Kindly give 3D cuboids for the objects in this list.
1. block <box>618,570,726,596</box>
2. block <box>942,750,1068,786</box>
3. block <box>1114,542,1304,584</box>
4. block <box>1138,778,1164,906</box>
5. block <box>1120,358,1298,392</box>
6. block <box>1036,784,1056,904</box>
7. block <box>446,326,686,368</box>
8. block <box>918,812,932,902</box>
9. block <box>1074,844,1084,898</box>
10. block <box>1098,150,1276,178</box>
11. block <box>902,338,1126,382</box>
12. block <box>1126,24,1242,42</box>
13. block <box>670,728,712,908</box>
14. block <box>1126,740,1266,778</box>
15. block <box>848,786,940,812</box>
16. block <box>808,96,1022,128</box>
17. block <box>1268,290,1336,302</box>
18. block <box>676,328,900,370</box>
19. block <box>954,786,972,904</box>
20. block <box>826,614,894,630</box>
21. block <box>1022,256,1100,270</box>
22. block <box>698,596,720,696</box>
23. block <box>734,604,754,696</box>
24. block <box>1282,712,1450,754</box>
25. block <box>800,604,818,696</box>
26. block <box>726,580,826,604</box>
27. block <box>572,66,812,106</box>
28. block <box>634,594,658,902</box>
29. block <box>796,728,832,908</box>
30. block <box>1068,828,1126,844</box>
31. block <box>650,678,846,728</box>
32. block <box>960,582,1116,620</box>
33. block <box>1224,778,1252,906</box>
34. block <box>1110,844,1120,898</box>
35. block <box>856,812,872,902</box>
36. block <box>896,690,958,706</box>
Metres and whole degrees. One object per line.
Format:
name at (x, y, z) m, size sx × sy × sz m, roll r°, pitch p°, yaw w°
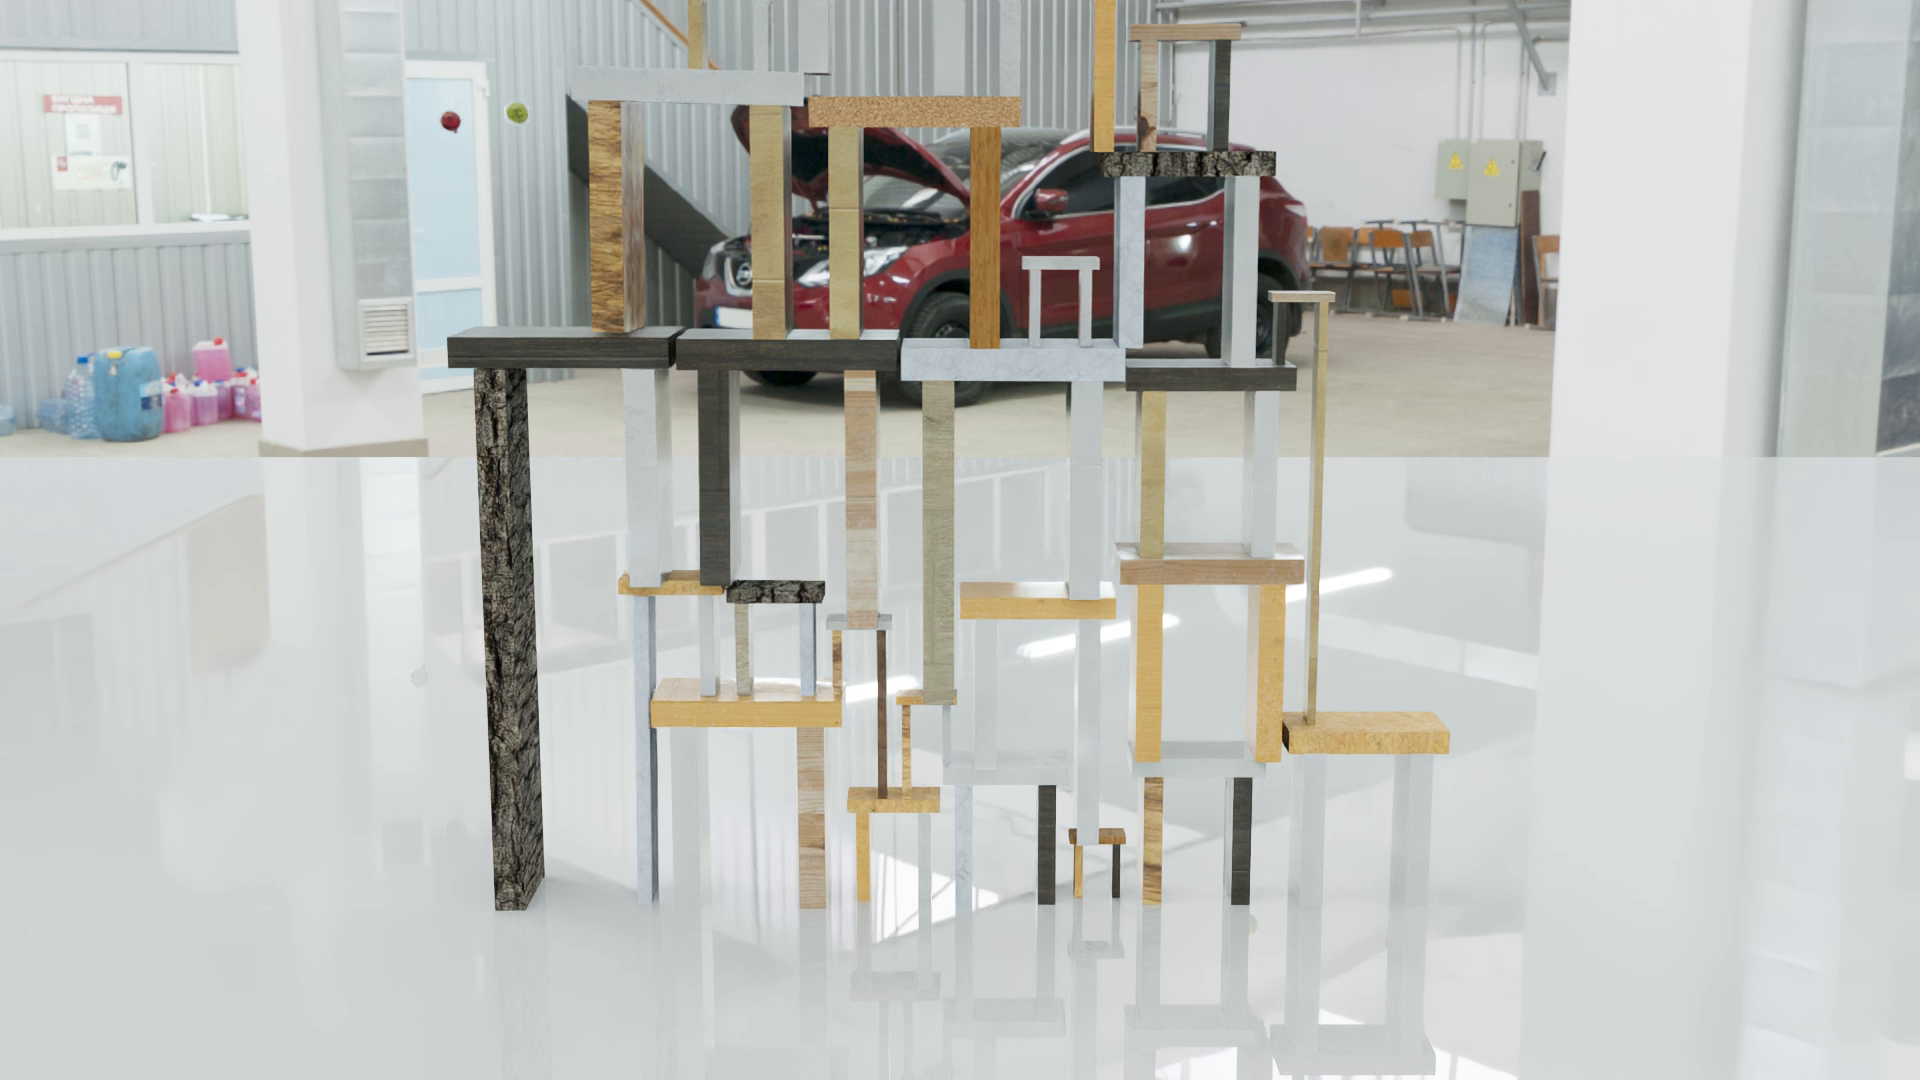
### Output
block at (-0.465, 0.069, 3.570) m, size 0.167 × 0.024 × 0.084 m, roll 0°, pitch 11°, yaw -1°
block at (0.074, 0.375, 3.627) m, size 0.204 × 0.029 × 0.102 m, roll 0°, pitch 11°, yaw 0°
block at (0.401, 0.038, 3.565) m, size 0.293 × 0.041 × 0.146 m, roll 0°, pitch 11°, yaw 0°
block at (0.315, 0.483, 3.648) m, size 0.031 × 0.218 × 0.109 m, roll 0°, pitch 11°, yaw 0°
block at (0.395, -0.264, 3.513) m, size 0.266 × 0.038 × 0.133 m, roll 0°, pitch 11°, yaw 0°
block at (0.142, 0.490, 3.648) m, size 0.029 × 0.204 × 0.102 m, roll 0°, pitch 11°, yaw 0°
block at (-0.621, -0.307, 3.500) m, size 0.346 × 0.049 × 0.173 m, roll 0°, pitch 11°, yaw 2°
block at (-0.058, 0.515, 3.656) m, size 0.022 × 0.152 × 0.076 m, roll 0°, pitch 11°, yaw 0°
block at (0.197, 0.544, 3.662) m, size 0.013 × 0.093 × 0.046 m, roll 0°, pitch 11°, yaw 0°
block at (0.354, -0.591, 3.451) m, size 0.265 × 0.037 × 0.132 m, roll 0°, pitch 11°, yaw 0°
block at (0.083, -0.289, 3.511) m, size 0.349 × 0.049 × 0.175 m, roll 0°, pitch 11°, yaw 0°
block at (0.347, -0.788, 3.416) m, size 0.169 × 0.024 × 0.085 m, roll 0°, pitch 11°, yaw 0°
block at (-0.446, 0.438, 3.646) m, size 0.043 × 0.307 × 0.153 m, roll 0°, pitch 11°, yaw 0°
block at (0.388, 0.361, 3.625) m, size 0.218 × 0.031 × 0.109 m, roll 0°, pitch 11°, yaw 0°
block at (-0.109, 0.430, 3.640) m, size 0.152 × 0.022 × 0.076 m, roll 0°, pitch 11°, yaw 0°
block at (-0.069, -0.669, 3.436) m, size 0.324 × 0.046 × 0.162 m, roll 0°, pitch 11°, yaw 0°
block at (0.542, -0.387, 3.491) m, size 0.099 × 0.014 × 0.049 m, roll 0°, pitch 11°, yaw 0°
block at (-0.270, -0.304, 3.502) m, size 0.343 × 0.049 × 0.171 m, roll 0°, pitch 11°, yaw 0°
block at (0.006, 0.490, 3.648) m, size 0.029 × 0.204 × 0.102 m, roll 0°, pitch 11°, yaw 0°
block at (-0.163, 0.133, 3.581) m, size 0.107 × 0.015 × 0.054 m, roll 0°, pitch 11°, yaw 0°
block at (0.158, -0.438, 3.475) m, size 0.121 × 0.017 × 0.060 m, roll 0°, pitch 11°, yaw 0°
block at (-0.408, 0.163, 3.588) m, size 0.024 × 0.167 × 0.084 m, roll 0°, pitch 11°, yaw 0°
block at (-0.351, 0.170, 3.589) m, size 0.022 × 0.154 × 0.077 m, roll 0°, pitch 11°, yaw 1°
block at (0.662, 0.317, 3.620) m, size 0.259 × 0.037 × 0.130 m, roll 0°, pitch 11°, yaw 0°
block at (-0.248, 0.171, 3.587) m, size 0.022 × 0.154 × 0.077 m, roll 0°, pitch 11°, yaw 0°
block at (-0.298, 0.084, 3.573) m, size 0.154 × 0.022 × 0.077 m, roll 0°, pitch 11°, yaw 1°
block at (-0.413, -0.706, 3.427) m, size 0.353 × 0.050 × 0.176 m, roll 2°, pitch 11°, yaw 0°
block at (-0.516, 0.336, 3.615) m, size 0.024 × 0.518 × 0.084 m, roll 1°, pitch 12°, yaw 0°
block at (-0.241, 0.438, 3.645) m, size 0.043 × 0.307 × 0.153 m, roll 0°, pitch 11°, yaw 0°
block at (0.228, 0.492, 3.653) m, size 0.093 × 0.013 × 0.046 m, roll 0°, pitch 10°, yaw 0°
block at (-0.344, 0.266, 3.614) m, size 0.307 × 0.043 × 0.153 m, roll 0°, pitch 11°, yaw 0°
block at (0.125, 0.098, 3.574) m, size 0.250 × 0.035 × 0.125 m, roll 0°, pitch 10°, yaw 0°
block at (0.461, 0.483, 3.648) m, size 0.031 × 0.218 × 0.109 m, roll 0°, pitch 11°, yaw 0°
block at (0.259, 0.544, 3.662) m, size 0.013 × 0.093 × 0.046 m, roll 0°, pitch 11°, yaw 0°
block at (-0.160, 0.515, 3.656) m, size 0.022 × 0.152 × 0.076 m, roll 0°, pitch 11°, yaw 0°
block at (-0.054, 0.257, 3.603) m, size 0.099 × 0.014 × 0.050 m, roll 0°, pitch 11°, yaw 0°
